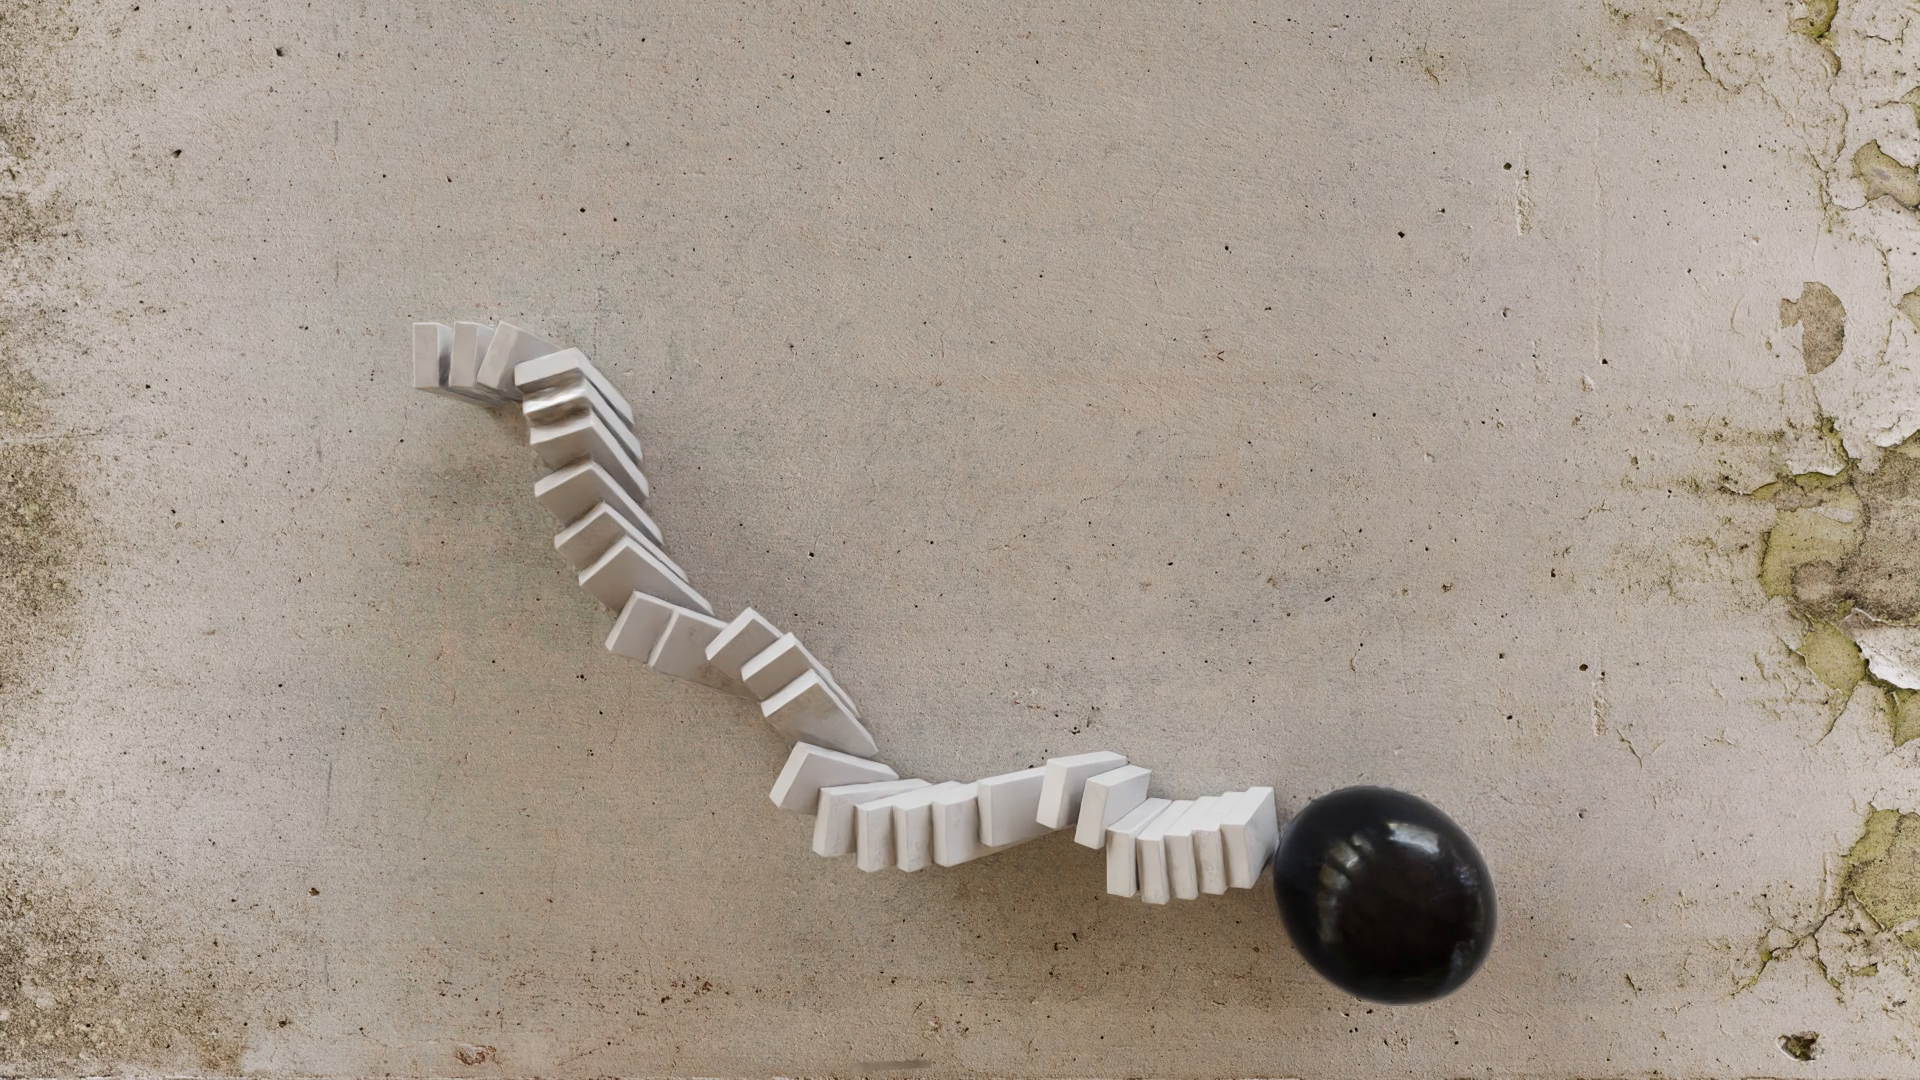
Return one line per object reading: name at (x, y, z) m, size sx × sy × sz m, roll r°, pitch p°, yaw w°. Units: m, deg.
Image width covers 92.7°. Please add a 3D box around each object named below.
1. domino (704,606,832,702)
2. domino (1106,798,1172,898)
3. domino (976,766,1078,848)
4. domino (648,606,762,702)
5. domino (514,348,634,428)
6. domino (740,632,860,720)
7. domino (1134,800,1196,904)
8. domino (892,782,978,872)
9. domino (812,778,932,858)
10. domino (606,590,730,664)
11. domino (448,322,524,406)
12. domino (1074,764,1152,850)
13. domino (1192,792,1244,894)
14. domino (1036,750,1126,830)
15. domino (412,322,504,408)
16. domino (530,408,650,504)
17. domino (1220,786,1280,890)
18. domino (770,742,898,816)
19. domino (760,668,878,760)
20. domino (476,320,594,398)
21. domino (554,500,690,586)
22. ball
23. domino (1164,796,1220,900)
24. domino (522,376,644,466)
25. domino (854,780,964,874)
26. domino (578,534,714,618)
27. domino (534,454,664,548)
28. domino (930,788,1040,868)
domino at (-0.079, 0.052, 0.382) m, size 0.025 × 0.010 × 0.050 m, roll -43°, pitch 125°, yaw 0°
domino at (0.074, 0.125, 0.376) m, size 0.009 × 0.050 × 0.025 m, roll -1°, pitch 90°, yaw 31°
domino at (0.030, 0.109, 0.382) m, size 0.050 × 0.009 × 0.025 m, roll -1°, pitch 90°, yaw -35°
domino at (-0.101, 0.048, 0.382) m, size 0.050 × 0.010 × 0.025 m, roll 27°, pitch 90°, yaw -33°
domino at (-0.156, -0.058, 0.375) m, size 0.025 × 0.050 × 0.009 m, roll -17°, pitch 70°, yaw 0°
domino at (-0.066, 0.064, 0.381) m, size 0.025 × 0.010 × 0.050 m, roll -35°, pitch 125°, yaw -3°
domino at (0.087, 0.127, 0.376) m, size 0.010 × 0.050 × 0.025 m, roll -6°, pitch 90°, yaw 31°
domino at (-0.004, 0.118, 0.381) m, size 0.050 × 0.009 × 0.025 m, roll -3°, pitch 91°, yaw -38°
domino at (-0.036, 0.115, 0.381) m, size 0.050 × 0.009 × 0.025 m, roll 6°, pitch 90°, yaw -39°
domino at (-0.117, 0.042, 0.382) m, size 0.050 × 0.009 × 0.025 m, roll 27°, pitch 90°, yaw -34°
domino at (-0.187, -0.071, 0.375) m, size 0.010 × 0.050 × 0.025 m, roll 5°, pitch 90°, yaw 6°
domino at (0.063, 0.109, 0.376) m, size 0.010 × 0.050 × 0.025 m, roll 11°, pitch 90°, yaw 31°
domino at (0.108, 0.123, 0.376) m, size 0.010 × 0.050 × 0.025 m, roll -6°, pitch 90°, yaw 31°
domino at (0.051, 0.102, 0.377) m, size 0.010 × 0.050 × 0.025 m, roll 11°, pitch 90°, yaw 38°
domino at (-0.204, -0.070, 0.375) m, size 0.010 × 0.050 × 0.025 m, roll -1°, pitch 90°, yaw 0°
domino at (-0.151, -0.031, 0.377) m, size 0.025 × 0.050 × 0.009 m, roll -17°, pitch 57°, yaw 0°
domino at (0.119, 0.121, 0.376) m, size 0.009 × 0.050 × 0.025 m, roll -6°, pitch 90°, yaw 31°
domino at (-0.051, 0.102, 0.380) m, size 0.050 × 0.010 × 0.025 m, roll 28°, pitch 90°, yaw -41°
domino at (-0.058, 0.078, 0.381) m, size 0.025 × 0.010 × 0.050 m, roll -34°, pitch 126°, yaw -3°
domino at (-0.172, -0.069, 0.375) m, size 0.009 × 0.050 × 0.025 m, roll 23°, pitch 90°, yaw 11°
domino at (-0.140, 0.009, 0.381) m, size 0.025 × 0.009 × 0.050 m, roll -38°, pitch 129°, yaw 0°
ball at (0.165, 0.138, 0.360) m, size 0.080 × 0.080 × 0.080 m, roll 0°, pitch 90°, yaw 0°
domino at (0.098, 0.125, 0.376) m, size 0.009 × 0.050 × 0.025 m, roll -6°, pitch 90°, yaw 31°
domino at (-0.153, -0.045, 0.376) m, size 0.025 × 0.050 × 0.009 m, roll -17°, pitch 62°, yaw 0°
domino at (-0.020, 0.118, 0.381) m, size 0.050 × 0.010 × 0.025 m, roll -3°, pitch 91°, yaw -38°
domino at (-0.130, 0.023, 0.381) m, size 0.025 × 0.010 × 0.050 m, roll -40°, pitch 127°, yaw 1°
domino at (-0.148, -0.010, 0.379) m, size 0.025 × 0.050 × 0.009 m, roll -29°, pitch 46°, yaw 0°
domino at (0.011, 0.116, 0.381) m, size 0.050 × 0.009 × 0.025 m, roll -2°, pitch 91°, yaw -38°
